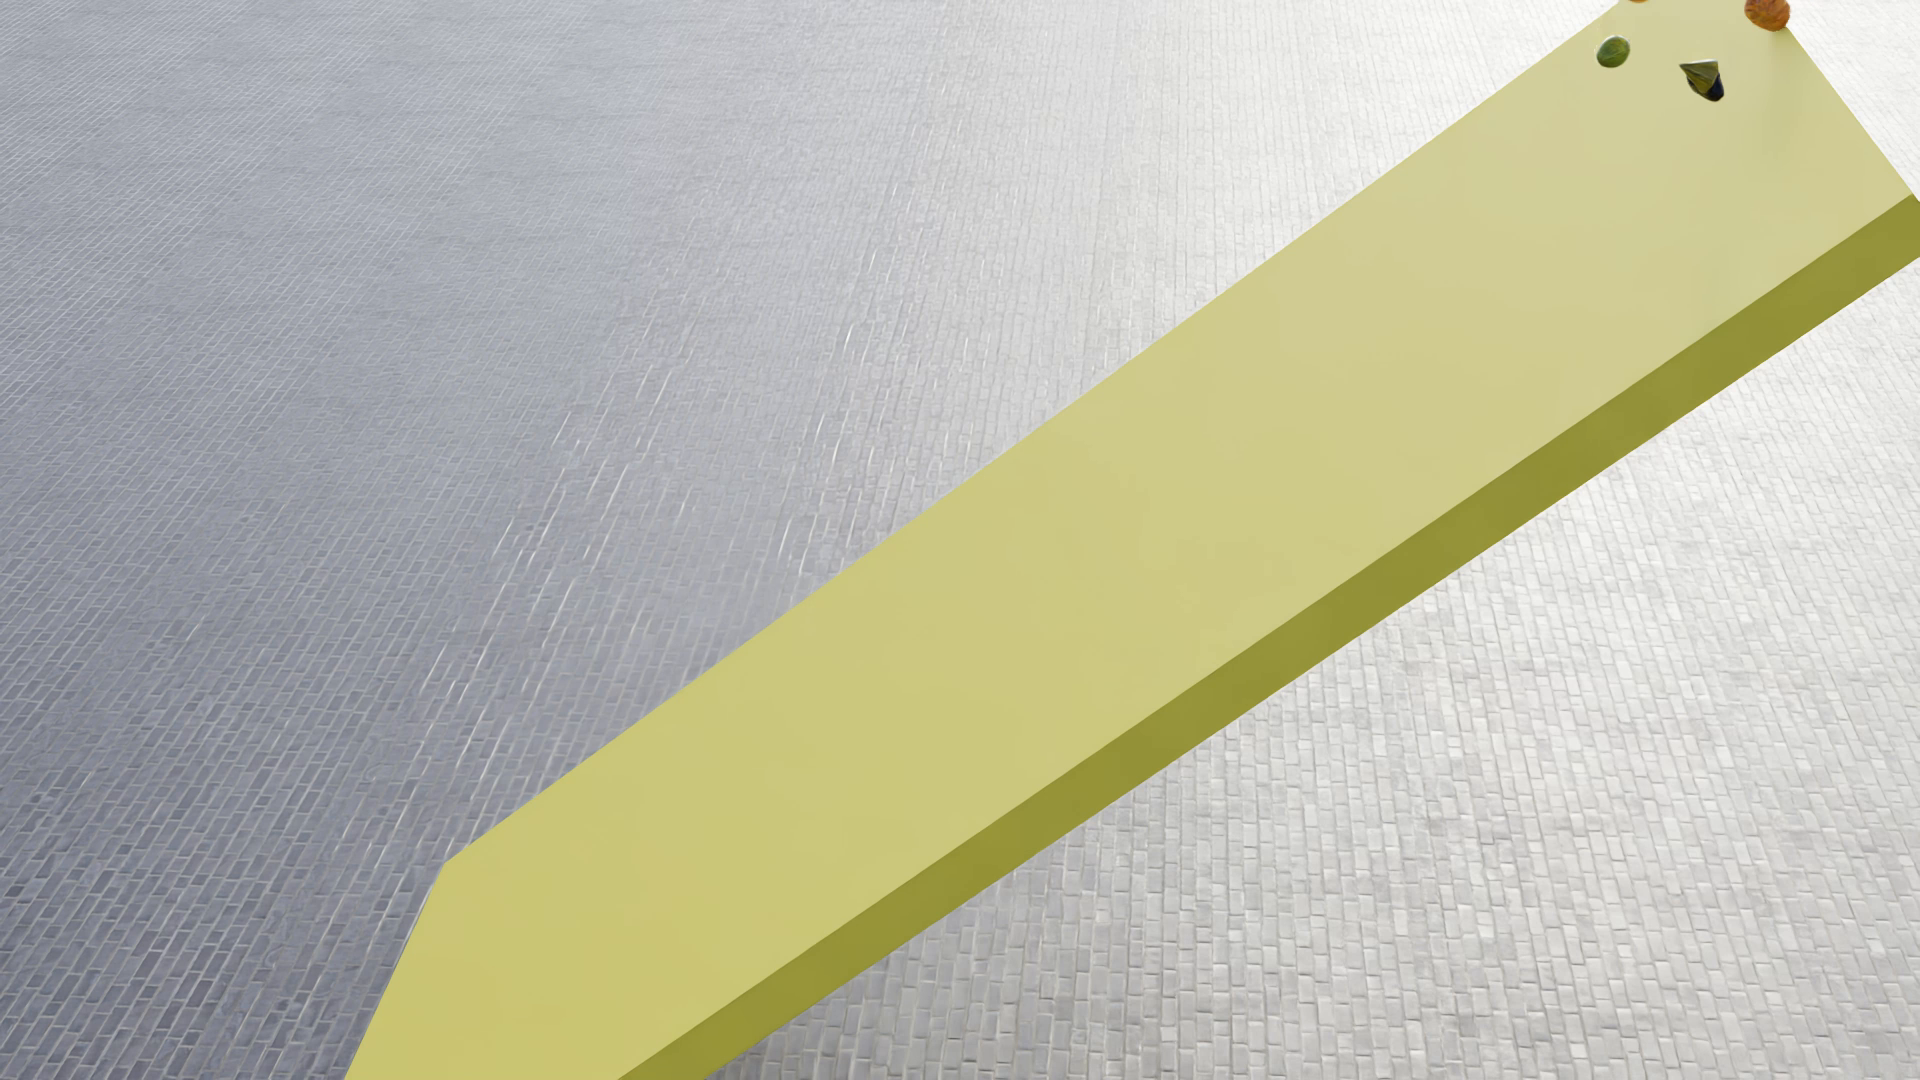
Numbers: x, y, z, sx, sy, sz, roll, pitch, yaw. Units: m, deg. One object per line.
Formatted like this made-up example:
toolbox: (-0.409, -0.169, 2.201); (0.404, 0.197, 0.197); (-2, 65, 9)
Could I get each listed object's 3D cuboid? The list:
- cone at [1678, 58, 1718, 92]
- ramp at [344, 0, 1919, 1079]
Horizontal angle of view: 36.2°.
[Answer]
cone: (1.389, -0.890, 5.573); (0.068, 0.068, 0.068); (17, 20, -14)
ramp: (0.120, 0.185, 6.341); (4.000, 0.100, 2.000); (-36, 16, 18)
